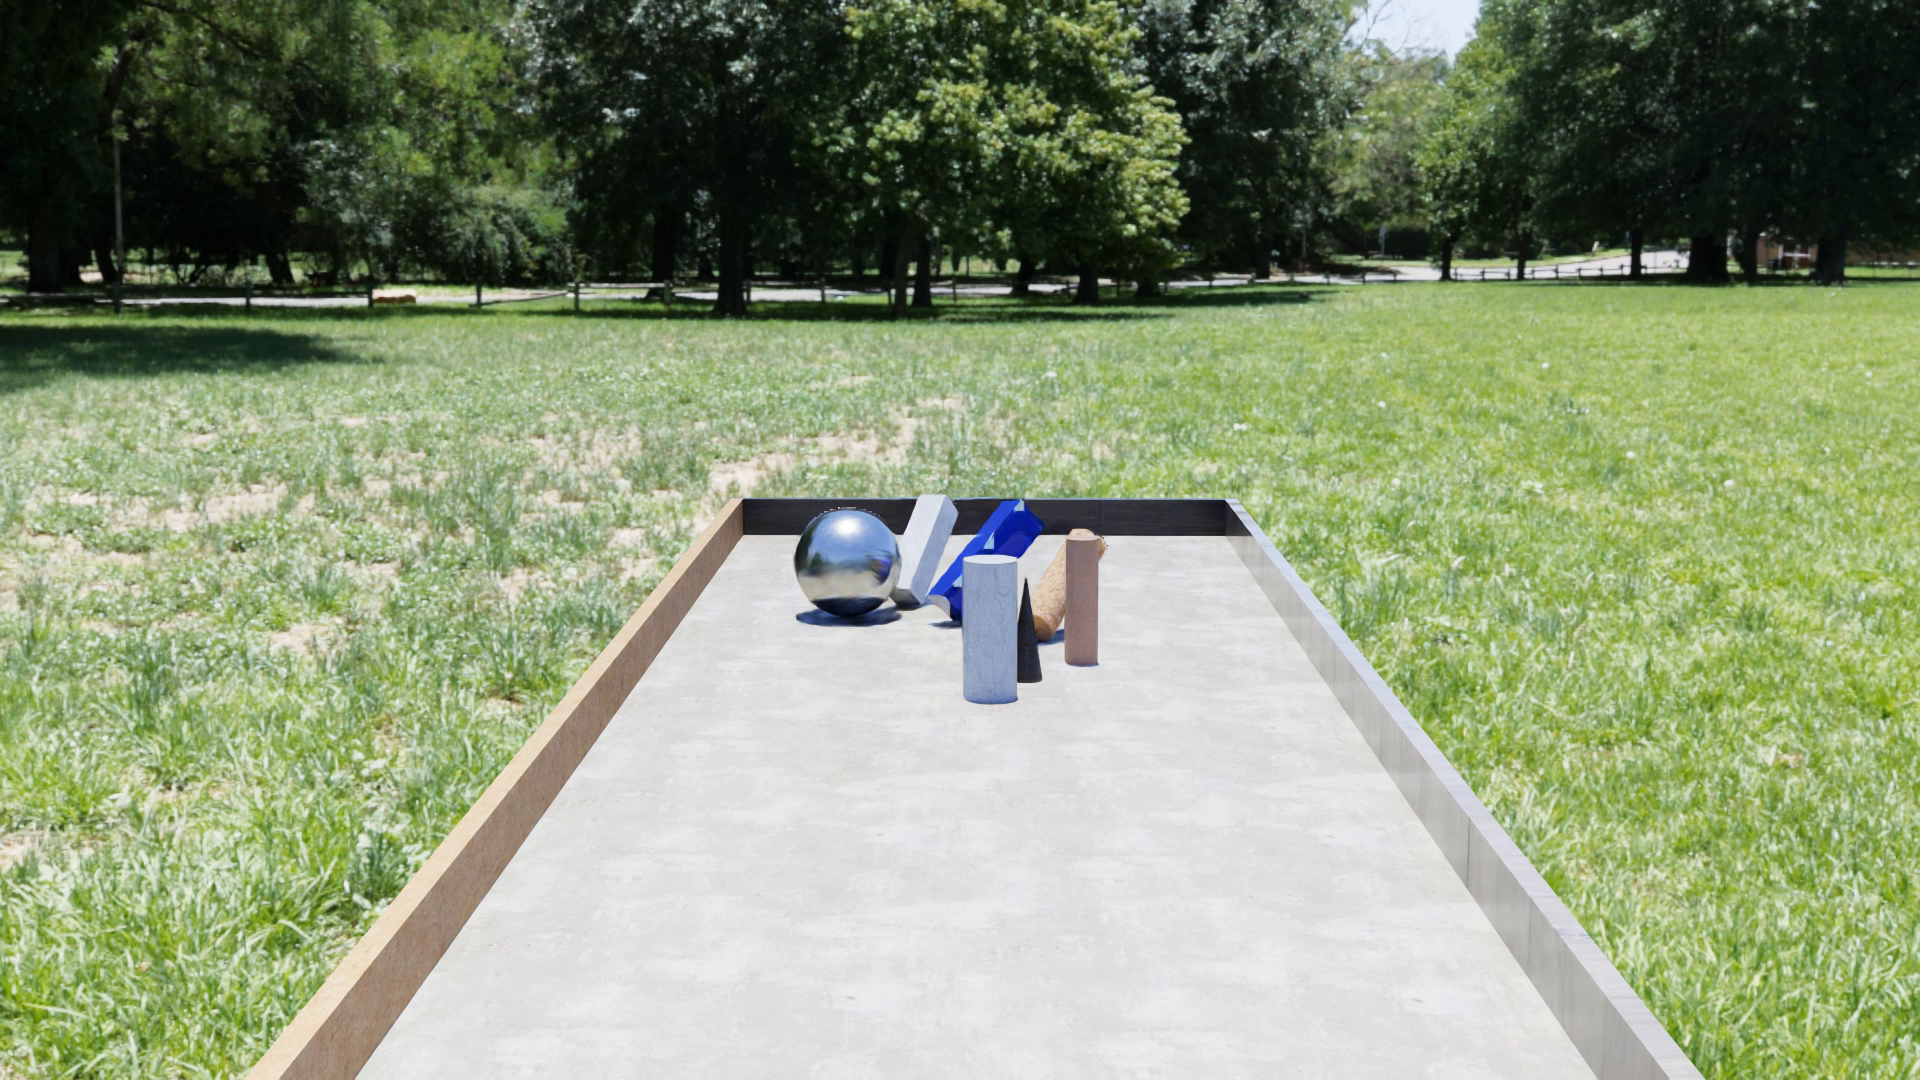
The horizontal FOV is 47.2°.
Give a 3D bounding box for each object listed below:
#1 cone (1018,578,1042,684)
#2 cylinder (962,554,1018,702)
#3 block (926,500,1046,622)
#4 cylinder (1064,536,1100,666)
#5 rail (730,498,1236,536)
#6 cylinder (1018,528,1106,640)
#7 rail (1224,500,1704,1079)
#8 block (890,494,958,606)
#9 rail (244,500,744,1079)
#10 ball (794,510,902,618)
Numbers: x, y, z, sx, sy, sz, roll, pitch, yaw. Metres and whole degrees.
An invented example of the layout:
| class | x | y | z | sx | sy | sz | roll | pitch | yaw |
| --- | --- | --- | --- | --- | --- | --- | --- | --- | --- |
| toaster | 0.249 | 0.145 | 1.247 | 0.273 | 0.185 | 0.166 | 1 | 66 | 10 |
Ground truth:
| class | x | y | z | sx | sy | sz | roll | pitch | yaw |
| --- | --- | --- | --- | --- | --- | --- | --- | --- | --- |
| cone | 0.192 | 0.251 | 6.407 | 0.101 | 0.318 | 0.101 | 0 | 9 | 0 |
| cylinder | 0.085 | 0.248 | 6.191 | 0.154 | 0.393 | 0.154 | 0 | 9 | 0 |
| block | 0.088 | 0.068 | 7.287 | 0.426 | 0.128 | 0.128 | -51 | 19 | -18 |
| cylinder | 0.368 | 0.181 | 6.647 | 0.100 | 0.381 | 0.100 | 0 | 9 | 0 |
| rail | 0.099 | -0.098 | 9.147 | 2.100 | 0.150 | 0.050 | 0 | 9 | 1 |
| cylinder | 0.326 | 0.141 | 7.057 | 0.128 | 0.128 | 0.377 | 7 | 49 | 36 |
| rail | 1.046 | 0.843 | 3.208 | 0.050 | 0.150 | 12.000 | 0 | 9 | 1 |
| block | -0.135 | 0.033 | 7.626 | 0.107 | 0.396 | 0.107 | 1 | -35 | 31 |
| rail | -1.004 | 0.839 | 3.234 | 0.050 | 0.150 | 12.000 | 0 | 9 | 1 |
| ball | -0.375 | 0.077 | 7.367 | 0.361 | 0.361 | 0.361 | 0 | 9 | 0 |
